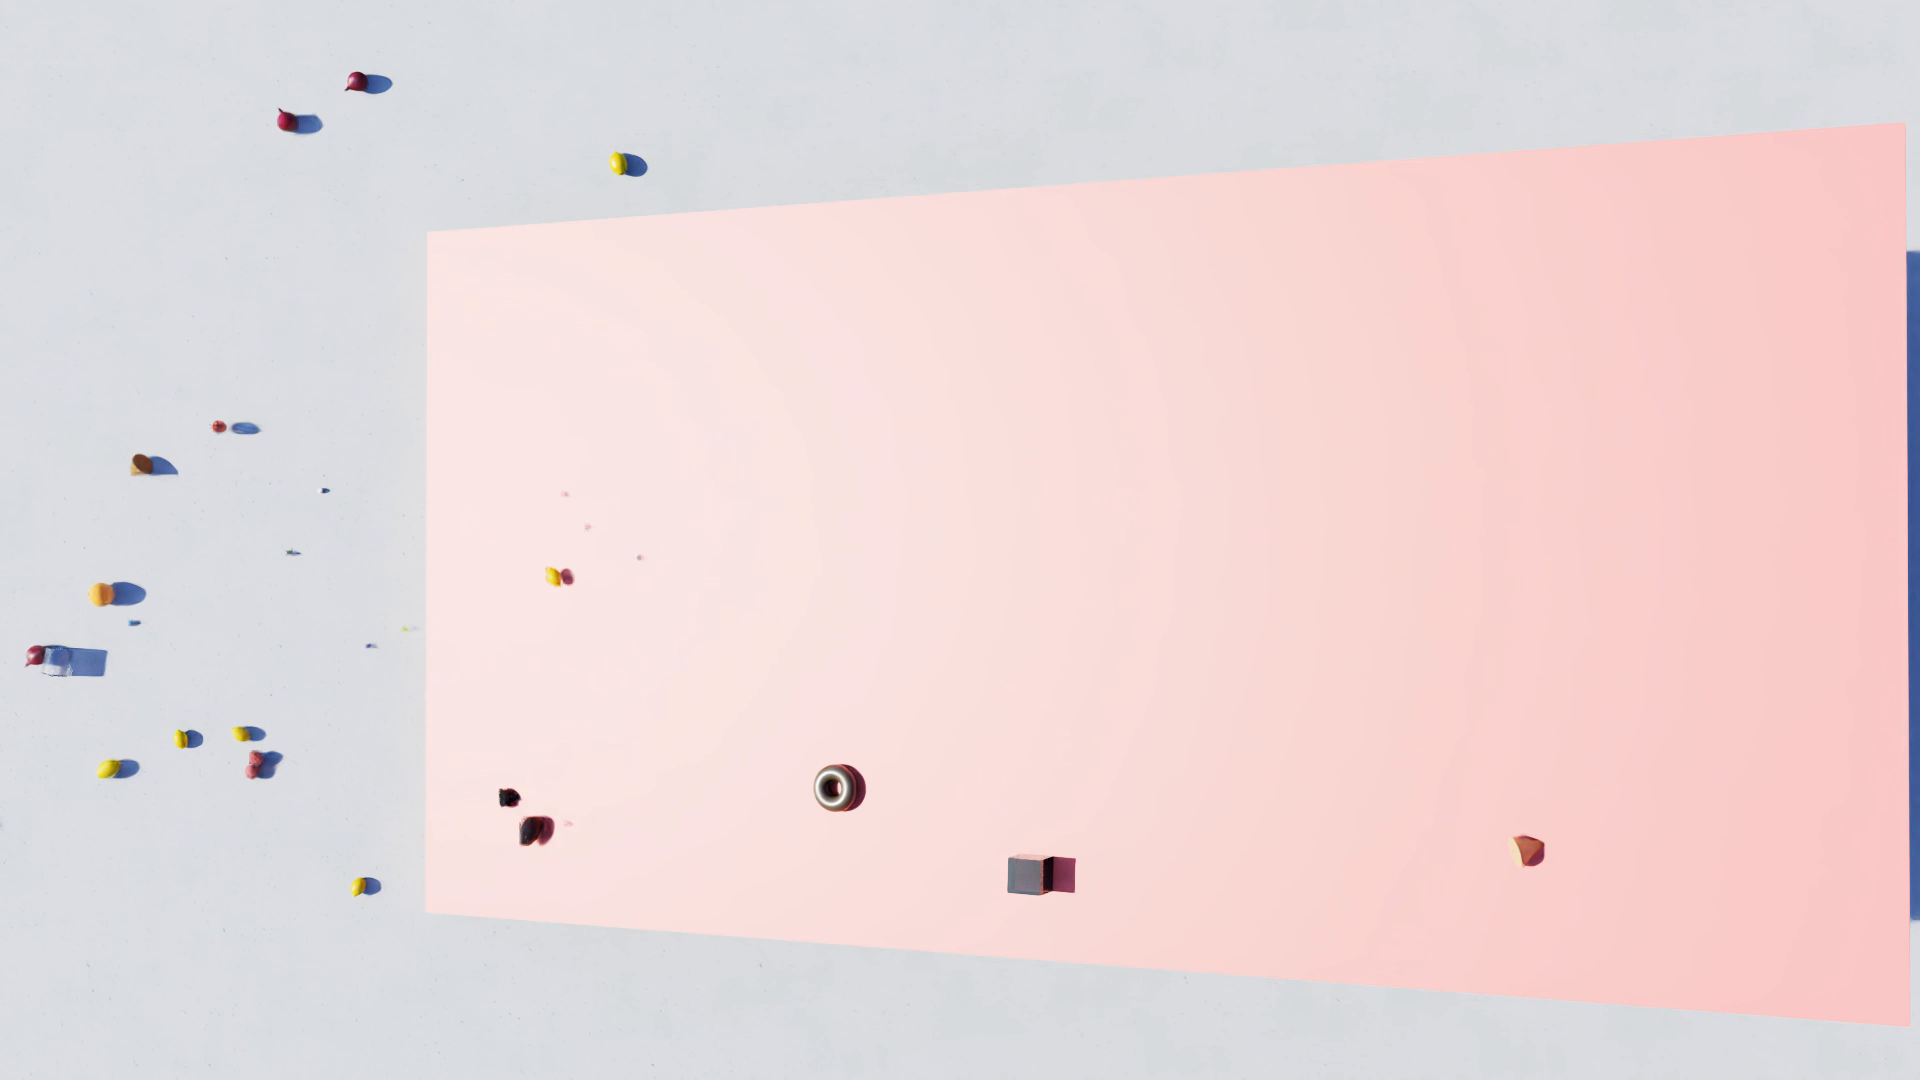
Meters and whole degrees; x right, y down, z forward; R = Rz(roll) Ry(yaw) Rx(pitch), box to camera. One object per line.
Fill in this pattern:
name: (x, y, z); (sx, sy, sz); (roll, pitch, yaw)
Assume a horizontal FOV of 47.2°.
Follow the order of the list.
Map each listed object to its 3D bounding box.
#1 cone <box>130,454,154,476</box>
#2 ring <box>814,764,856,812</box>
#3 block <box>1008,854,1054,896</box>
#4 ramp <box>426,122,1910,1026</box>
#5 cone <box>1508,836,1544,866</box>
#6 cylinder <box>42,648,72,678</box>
cone: (-2.450, -0.207, 6.546); (0.069, 0.069, 0.069); (-32, 89, 31)
ring: (-0.335, 0.665, 5.895); (0.129, 0.043, 0.129); (-1, 88, 25)
block: (0.181, 0.858, 5.641); (0.090, 0.090, 0.090); (1, 90, 24)
ramp: (0.283, 0.084, 5.709); (4.000, 0.100, 2.000); (0, 89, 24)
cone: (1.339, 0.720, 5.166); (0.076, 0.076, 0.076); (-17, 89, -4)
cylinder: (-2.676, 0.362, 6.516); (0.076, 0.076, 0.076); (9, 89, 0)
